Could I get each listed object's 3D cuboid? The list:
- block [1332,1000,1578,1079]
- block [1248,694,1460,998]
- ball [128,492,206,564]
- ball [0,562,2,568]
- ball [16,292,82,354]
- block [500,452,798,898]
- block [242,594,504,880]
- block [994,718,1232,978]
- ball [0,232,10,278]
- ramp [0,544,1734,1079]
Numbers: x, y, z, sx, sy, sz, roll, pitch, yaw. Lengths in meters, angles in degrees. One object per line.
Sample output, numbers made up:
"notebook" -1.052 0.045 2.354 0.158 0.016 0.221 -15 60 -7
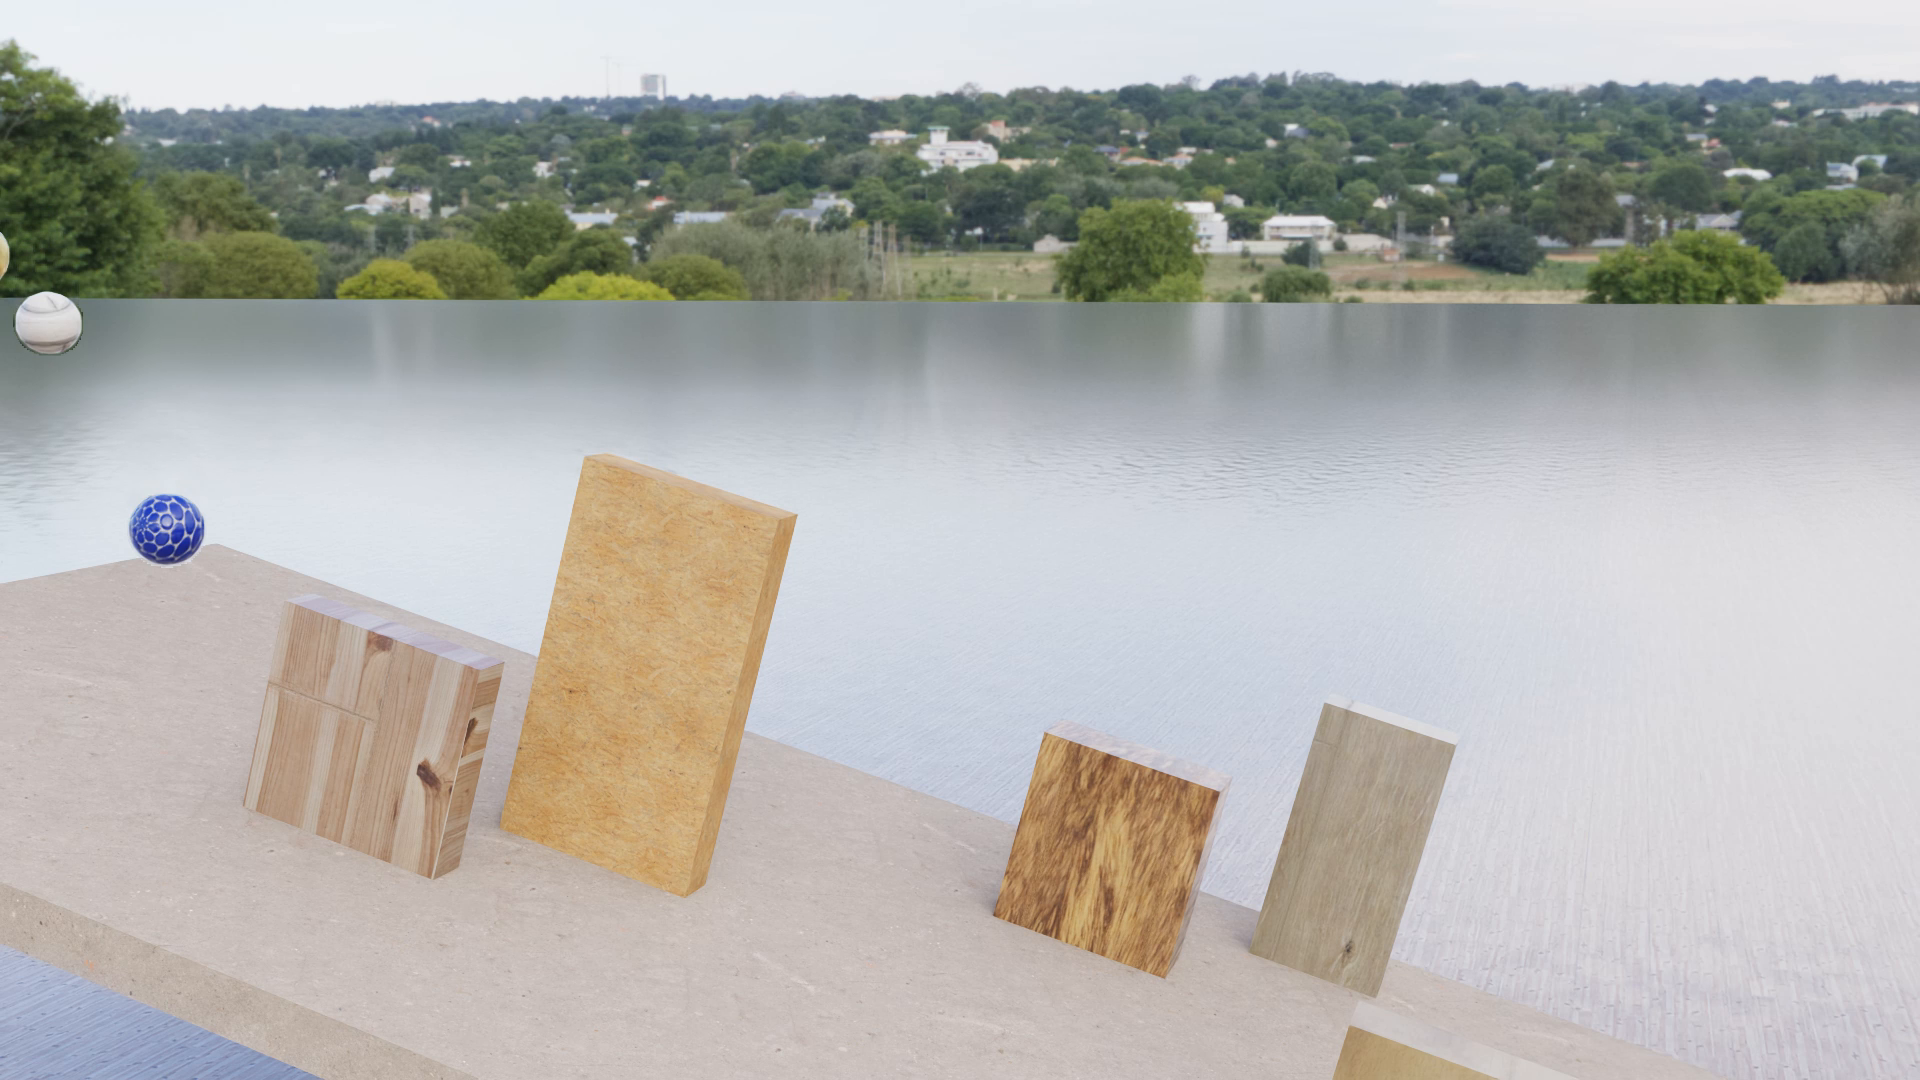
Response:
"block" 0.682 0.959 3.211 0.355 0.457 0.114 18 11 14
"block" 0.834 0.645 4.660 0.282 0.573 0.108 18 11 14
"ball" -1.703 -0.024 4.722 0.155 0.155 0.155 0 7 0
"ball" -2.211 0.054 4.903 0.134 0.134 0.134 0 7 0
"ball" -2.036 -0.485 4.914 0.138 0.138 0.138 0 7 0
"block" -0.602 0.257 4.212 0.406 0.758 0.098 18 11 14
"block" -1.075 0.356 4.022 0.409 0.404 0.089 18 11 14
"block" 0.312 0.627 4.501 0.373 0.406 0.144 18 11 14
"ball" -1.995 -0.577 4.442 0.141 0.141 0.141 0 7 0
"ramp" -0.384 0.761 4.245 4.000 0.100 2.000 18 11 14
